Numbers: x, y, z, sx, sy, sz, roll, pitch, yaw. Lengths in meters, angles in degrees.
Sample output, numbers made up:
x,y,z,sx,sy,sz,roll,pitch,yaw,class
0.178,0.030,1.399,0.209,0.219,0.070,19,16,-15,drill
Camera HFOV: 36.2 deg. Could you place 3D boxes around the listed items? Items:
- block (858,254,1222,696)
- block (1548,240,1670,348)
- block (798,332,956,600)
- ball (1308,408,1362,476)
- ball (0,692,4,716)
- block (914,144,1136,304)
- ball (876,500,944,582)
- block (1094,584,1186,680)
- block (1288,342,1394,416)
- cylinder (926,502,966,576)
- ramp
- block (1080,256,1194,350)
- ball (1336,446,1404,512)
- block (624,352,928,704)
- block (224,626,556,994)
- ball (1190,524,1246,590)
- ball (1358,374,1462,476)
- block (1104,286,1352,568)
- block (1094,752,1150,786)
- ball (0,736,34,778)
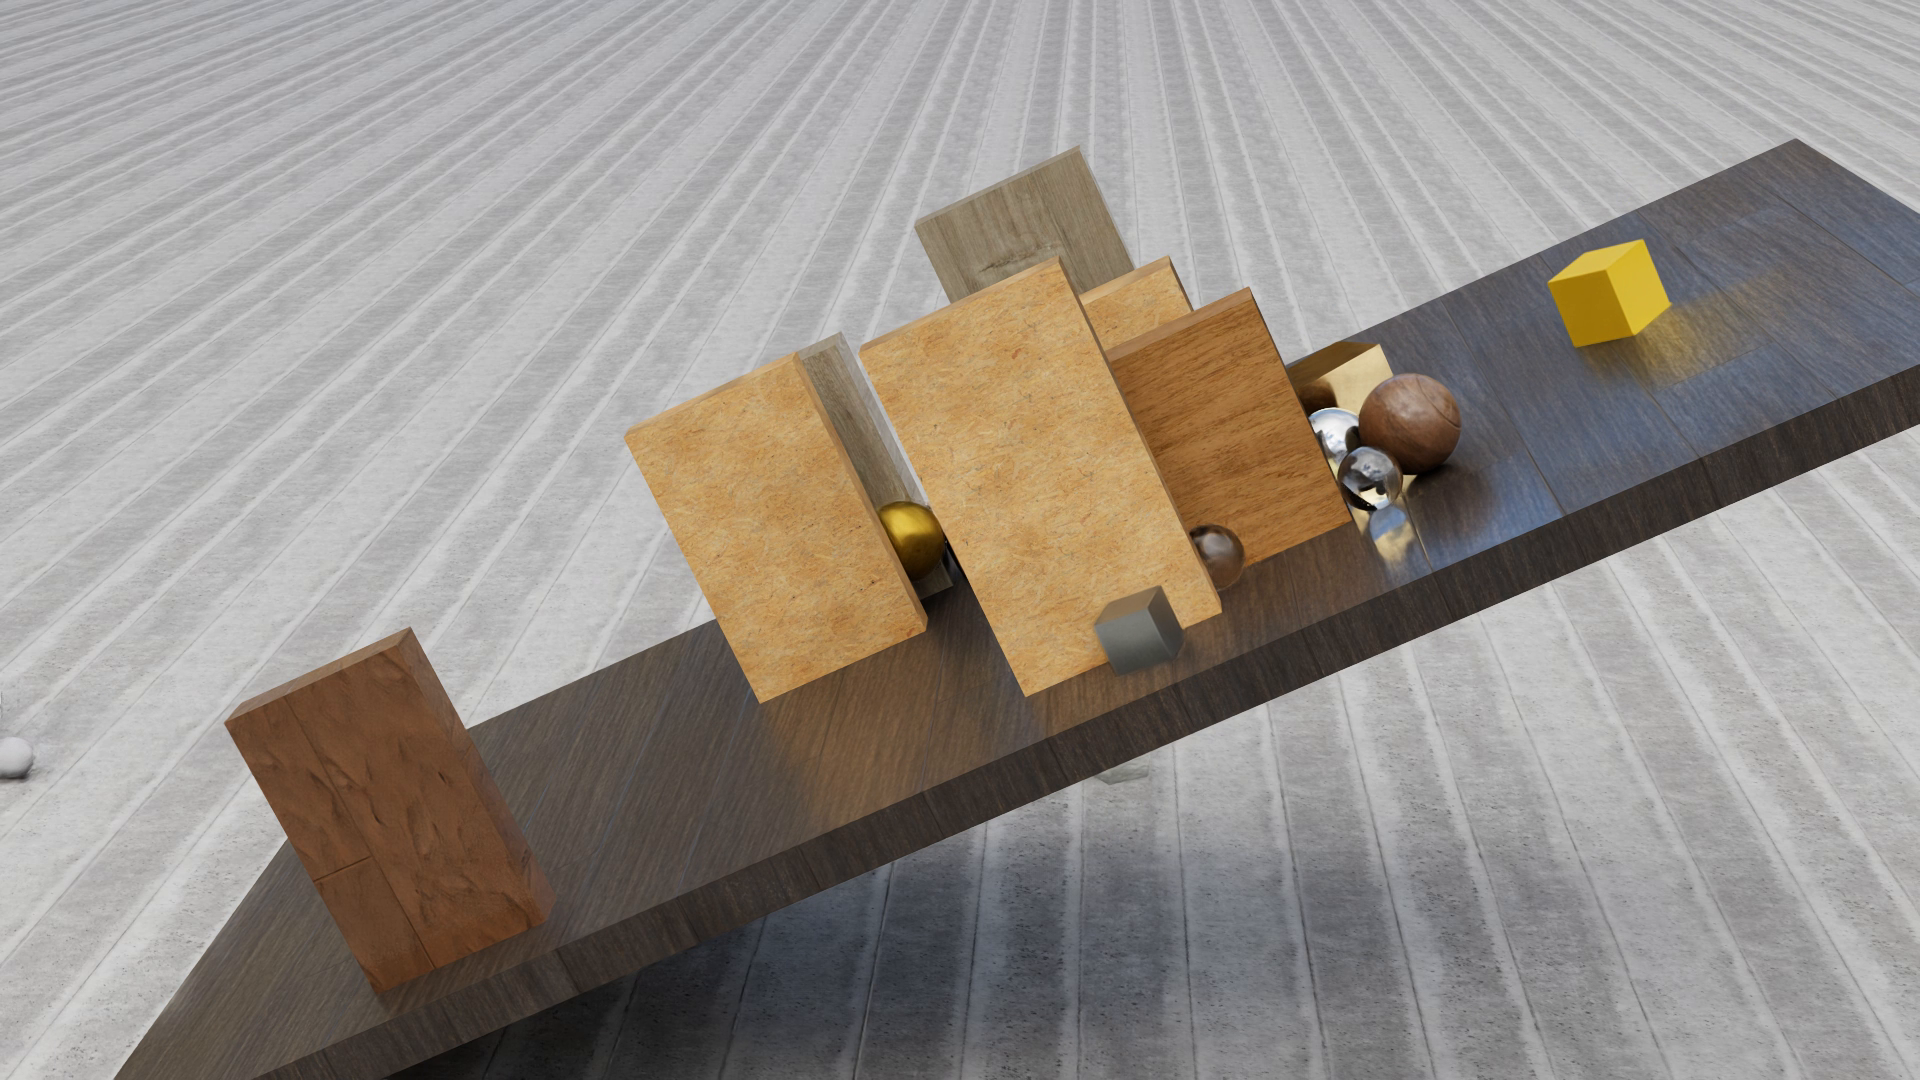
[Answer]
x,y,z,sx,sy,sz,roll,pitch,yaw,class
0.154,-0.115,5.506,0.407,0.731,0.083,-24,13,9,block
1.340,-0.509,6.076,0.151,0.151,0.151,-36,17,-37,block
-0.262,-0.130,6.628,0.270,0.606,0.149,-24,13,9,block
0.745,-0.177,5.866,0.173,0.173,0.173,0,16,0,ball
-2.772,0.461,8.208,0.193,0.193,0.193,0,16,0,ball
0.237,-0.534,7.047,0.431,0.698,0.098,-24,13,9,block
-0.124,0.004,6.488,0.180,0.180,0.180,0,16,0,ball
0.332,0.170,5.438,0.112,0.112,0.112,-20,14,24,block
0.784,-0.275,6.109,0.201,0.201,0.201,-29,13,-13,block
0.049,-0.043,6.632,0.186,0.186,0.186,-27,19,-3,cylinder
0.135,0.169,6.282,4.000,0.100,2.000,-24,13,9,ramp
0.429,-0.383,6.692,0.295,0.429,0.145,-24,13,9,block
0.789,-0.119,5.659,0.127,0.127,0.127,0,16,0,ball
-0.393,-0.024,6.352,0.401,0.657,0.094,-24,13,9,block
-1.090,0.523,5.653,0.374,0.611,0.117,-24,13,9,block
0.482,0.034,5.644,0.129,0.129,0.129,0,16,0,ball
0.878,-0.226,5.744,0.200,0.200,0.200,0,16,0,ball
0.485,-0.188,5.721,0.386,0.480,0.126,-24,13,9,block
0.422,0.569,7.939,0.130,0.130,0.130,-9,18,-29,block
-2.549,0.586,7.917,0.111,0.111,0.111,0,16,0,ball
